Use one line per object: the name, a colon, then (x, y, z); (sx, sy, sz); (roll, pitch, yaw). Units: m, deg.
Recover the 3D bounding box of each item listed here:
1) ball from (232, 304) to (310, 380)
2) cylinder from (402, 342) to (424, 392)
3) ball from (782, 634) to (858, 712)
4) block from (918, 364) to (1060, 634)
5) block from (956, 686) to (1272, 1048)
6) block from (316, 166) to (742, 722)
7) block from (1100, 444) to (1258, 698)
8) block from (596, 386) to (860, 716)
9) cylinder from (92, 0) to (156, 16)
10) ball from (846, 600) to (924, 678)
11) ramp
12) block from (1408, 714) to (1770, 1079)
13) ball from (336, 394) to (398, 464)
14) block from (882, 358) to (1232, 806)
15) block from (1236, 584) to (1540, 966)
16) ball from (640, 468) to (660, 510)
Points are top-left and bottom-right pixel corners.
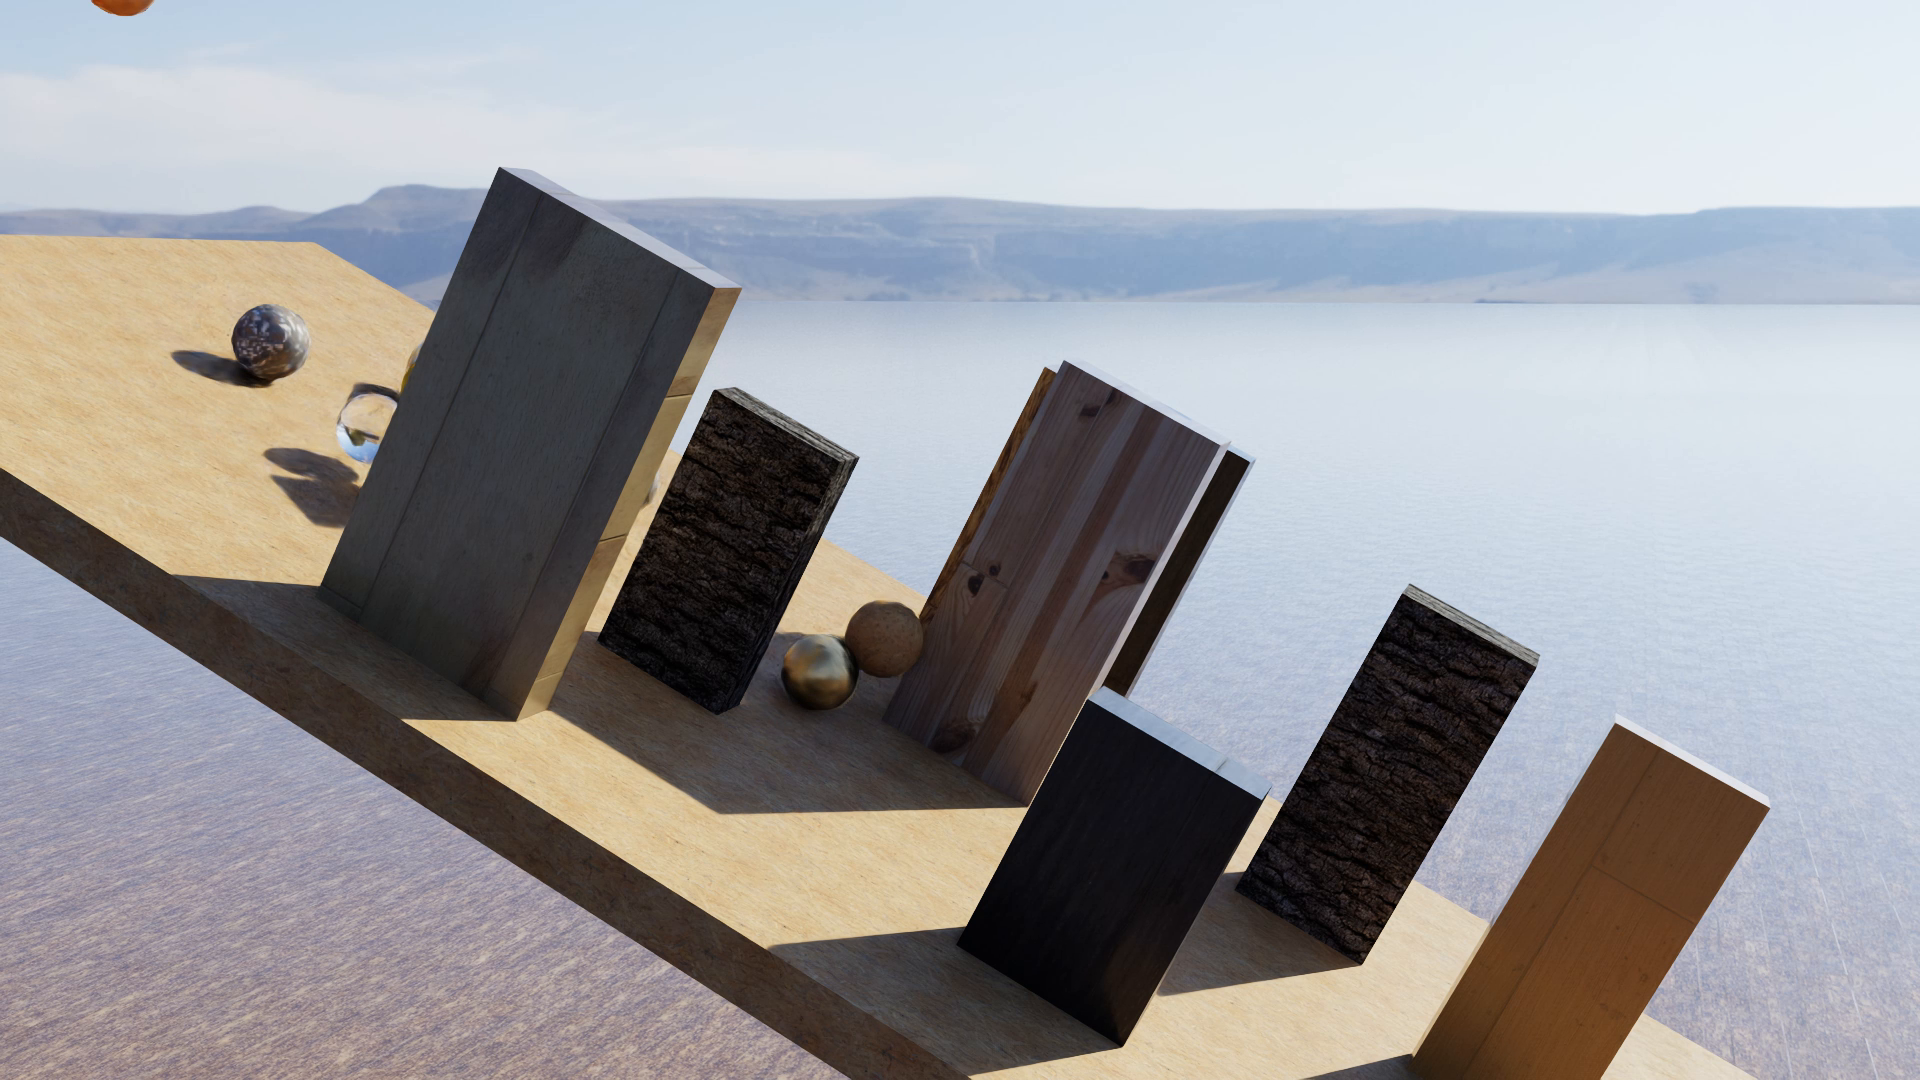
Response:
ball: (-1.368, -0.394, 4.368); (0.150, 0.150, 0.150); (0, 7, 0)
cylinder: (-1.103, -0.339, 4.660); (0.146, 0.146, 0.146); (-1, 20, -9)
ball: (-0.260, 0.246, 4.090); (0.144, 0.144, 0.144); (0, 7, 0)
block: (0.147, -0.007, 4.626); (0.247, 0.682, 0.117); (30, 14, 12)
block: (0.238, 0.505, 3.414); (0.302, 0.455, 0.111); (30, 14, 12)
block: (-0.684, -0.148, 3.449); (0.399, 0.762, 0.105); (30, 14, 12)
block: (0.338, 0.065, 4.688); (0.287, 0.694, 0.082); (30, 14, 12)
block: (-0.411, 0.019, 3.875); (0.260, 0.509, 0.101); (30, 14, 12)
cylinder: (-1.718, -1.191, 4.557); (0.165, 0.165, 0.165); (-6, -3, -39)
ball: (-0.142, 0.186, 4.152); (0.149, 0.149, 0.149); (0, 7, 0)
ramp: (-0.230, 0.384, 4.152); (4.000, 0.100, 2.000); (30, 14, 12)
block: (1.068, 0.677, 3.764); (0.280, 0.715, 0.083); (30, 14, 12)
ball: (-1.101, -0.208, 4.122); (0.134, 0.134, 0.134); (0, 7, 0)
block: (0.177, 0.081, 4.154); (0.330, 0.781, 0.115); (30, 14, 12)
block: (0.819, 0.449, 4.228); (0.279, 0.670, 0.144); (30, 14, 12)
ball: (-0.706, -0.129, 4.611); (0.154, 0.154, 0.154); (0, 7, 0)
